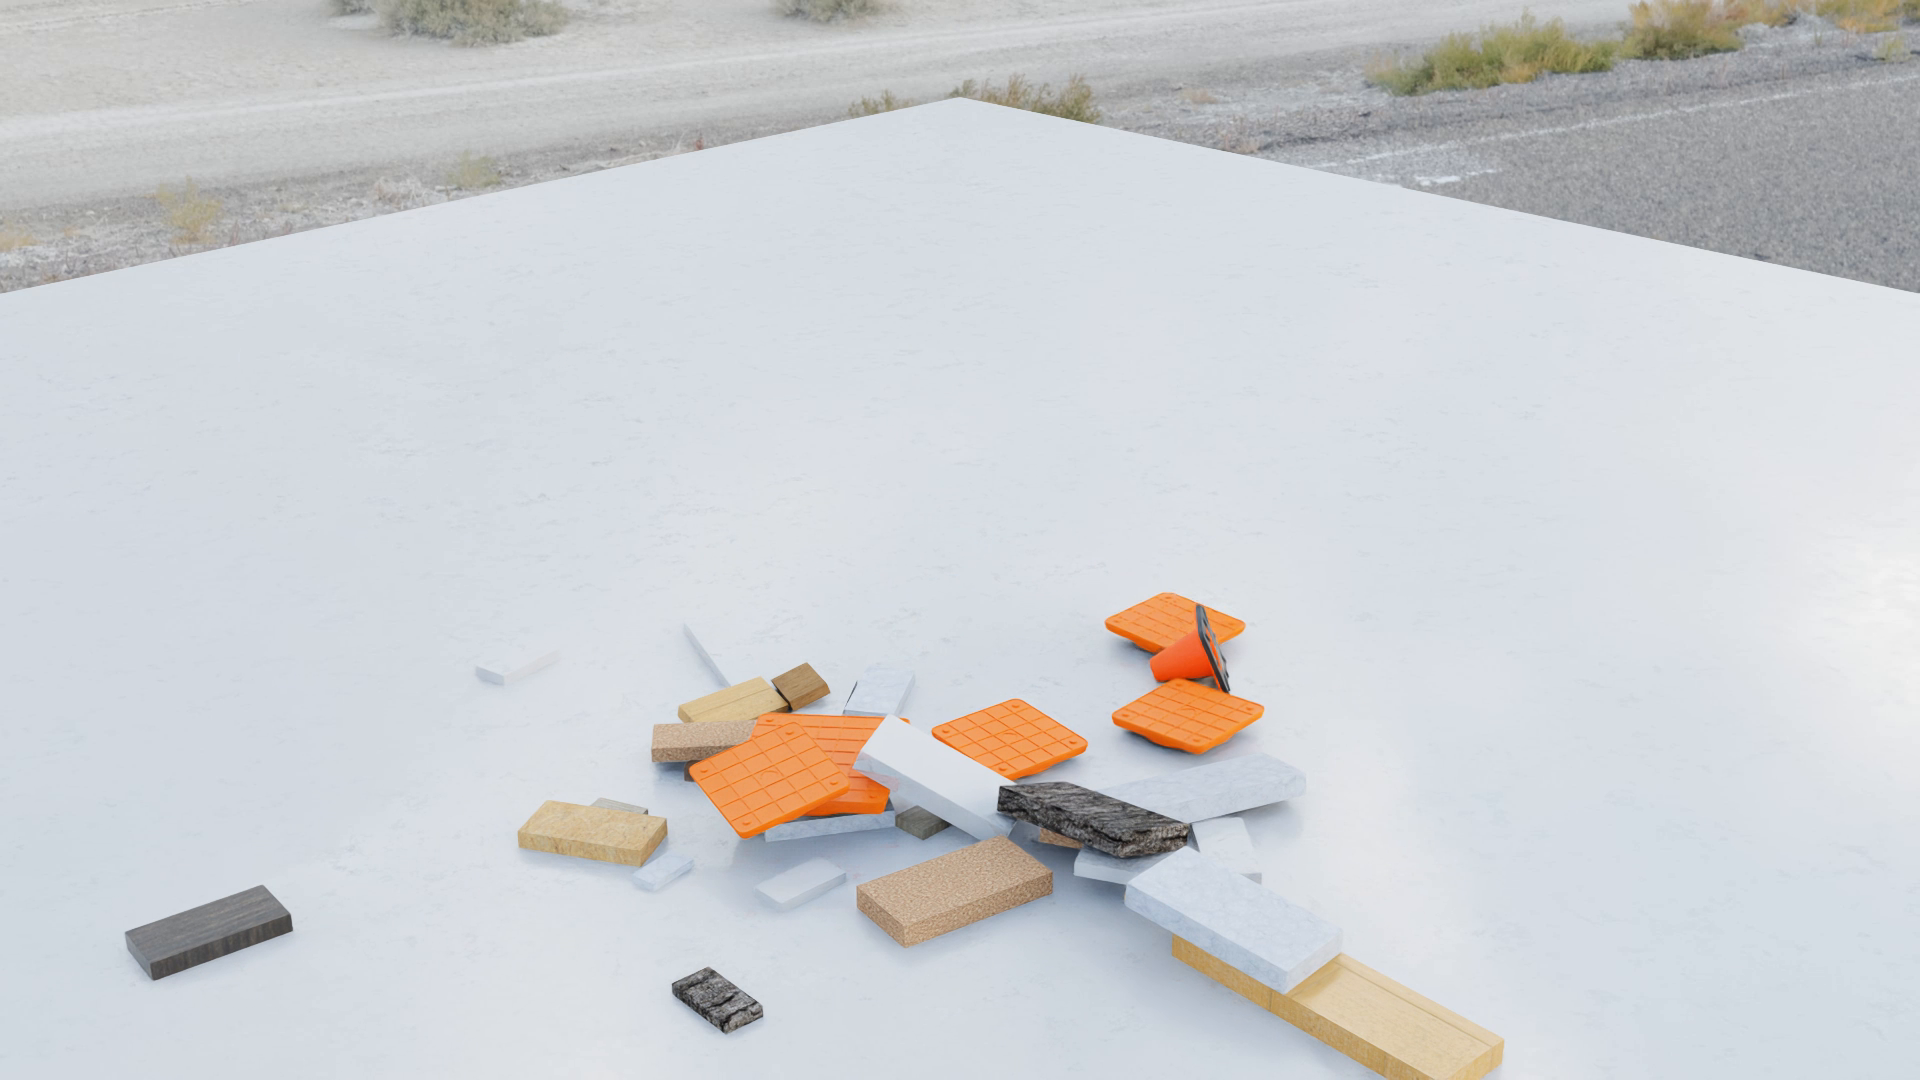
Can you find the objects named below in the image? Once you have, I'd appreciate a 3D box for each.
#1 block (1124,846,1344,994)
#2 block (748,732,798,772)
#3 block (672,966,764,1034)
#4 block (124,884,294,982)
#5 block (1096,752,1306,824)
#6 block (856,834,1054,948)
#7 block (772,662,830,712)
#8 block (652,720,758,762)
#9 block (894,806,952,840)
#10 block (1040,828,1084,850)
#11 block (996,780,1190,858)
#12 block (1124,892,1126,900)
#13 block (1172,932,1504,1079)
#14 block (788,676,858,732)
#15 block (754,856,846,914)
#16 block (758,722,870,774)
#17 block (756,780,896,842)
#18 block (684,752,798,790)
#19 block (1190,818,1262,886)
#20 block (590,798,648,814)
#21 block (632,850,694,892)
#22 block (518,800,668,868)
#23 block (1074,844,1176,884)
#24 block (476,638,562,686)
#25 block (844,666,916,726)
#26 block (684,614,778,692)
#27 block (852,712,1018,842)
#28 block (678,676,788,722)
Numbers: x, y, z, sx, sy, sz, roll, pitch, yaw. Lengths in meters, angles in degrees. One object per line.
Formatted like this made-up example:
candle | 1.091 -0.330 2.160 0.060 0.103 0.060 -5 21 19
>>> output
block | 0.489 0.676 3.937 0.352 0.050 0.176 25 33 36
block | -0.381 0.430 4.475 0.057 0.016 0.114 7 28 20
block | -0.424 0.803 3.840 0.080 0.023 0.160 -19 30 -38
block | -1.374 0.716 4.025 0.261 0.037 0.131 -17 28 -35
block | 0.489 0.511 4.454 0.393 0.047 0.167 -10 13 -22
block | -0.009 0.659 4.146 0.334 0.047 0.167 -15 27 -31
block | -0.355 0.325 4.886 0.091 0.026 0.182 -26 18 -11
block | -0.537 0.424 4.643 0.221 0.031 0.111 -2 23 -4
block | -0.046 0.552 4.432 0.080 0.023 0.160 21 31 40
block | 0.271 0.586 4.295 0.209 0.030 0.104 8 3 18
block | 0.254 0.538 4.263 0.176 0.050 0.352 1 8 -40
block | 0.367 0.685 4.126 0.058 0.016 0.115 -17 28 -35
block | 0.646 0.793 3.828 0.176 0.050 0.590 -19 30 -38
block | -0.301 0.365 4.860 0.108 0.031 0.217 3 23 8
block | -0.304 0.656 4.186 0.160 0.023 0.080 -20 30 -39
block | -0.320 0.441 4.681 0.272 0.031 0.111 6 24 14
block | -0.272 0.544 4.431 0.261 0.037 0.131 -5 24 -12
block | -0.457 0.475 4.602 0.217 0.031 0.108 4 23 10
block | 0.516 0.608 4.289 0.104 0.030 0.209 -2 23 -4
block | -0.694 0.551 4.442 0.114 0.016 0.057 10 25 22
block | -0.573 0.636 4.240 0.057 0.016 0.114 16 28 33
block | -0.726 0.579 4.349 0.261 0.037 0.131 6 24 15
block | 0.330 0.613 4.152 0.209 0.030 0.104 8 23 16
block | -1.017 0.280 5.069 0.091 0.026 0.182 15 27 32
block | -0.177 0.347 4.903 0.111 0.031 0.221 5 23 11
block | -0.533 0.274 5.081 0.091 0.026 0.429 -9 25 -21
block | -0.033 0.482 4.400 0.334 0.047 0.167 29 28 6
block | -0.495 0.372 4.806 0.217 0.031 0.108 -19 46 -37
